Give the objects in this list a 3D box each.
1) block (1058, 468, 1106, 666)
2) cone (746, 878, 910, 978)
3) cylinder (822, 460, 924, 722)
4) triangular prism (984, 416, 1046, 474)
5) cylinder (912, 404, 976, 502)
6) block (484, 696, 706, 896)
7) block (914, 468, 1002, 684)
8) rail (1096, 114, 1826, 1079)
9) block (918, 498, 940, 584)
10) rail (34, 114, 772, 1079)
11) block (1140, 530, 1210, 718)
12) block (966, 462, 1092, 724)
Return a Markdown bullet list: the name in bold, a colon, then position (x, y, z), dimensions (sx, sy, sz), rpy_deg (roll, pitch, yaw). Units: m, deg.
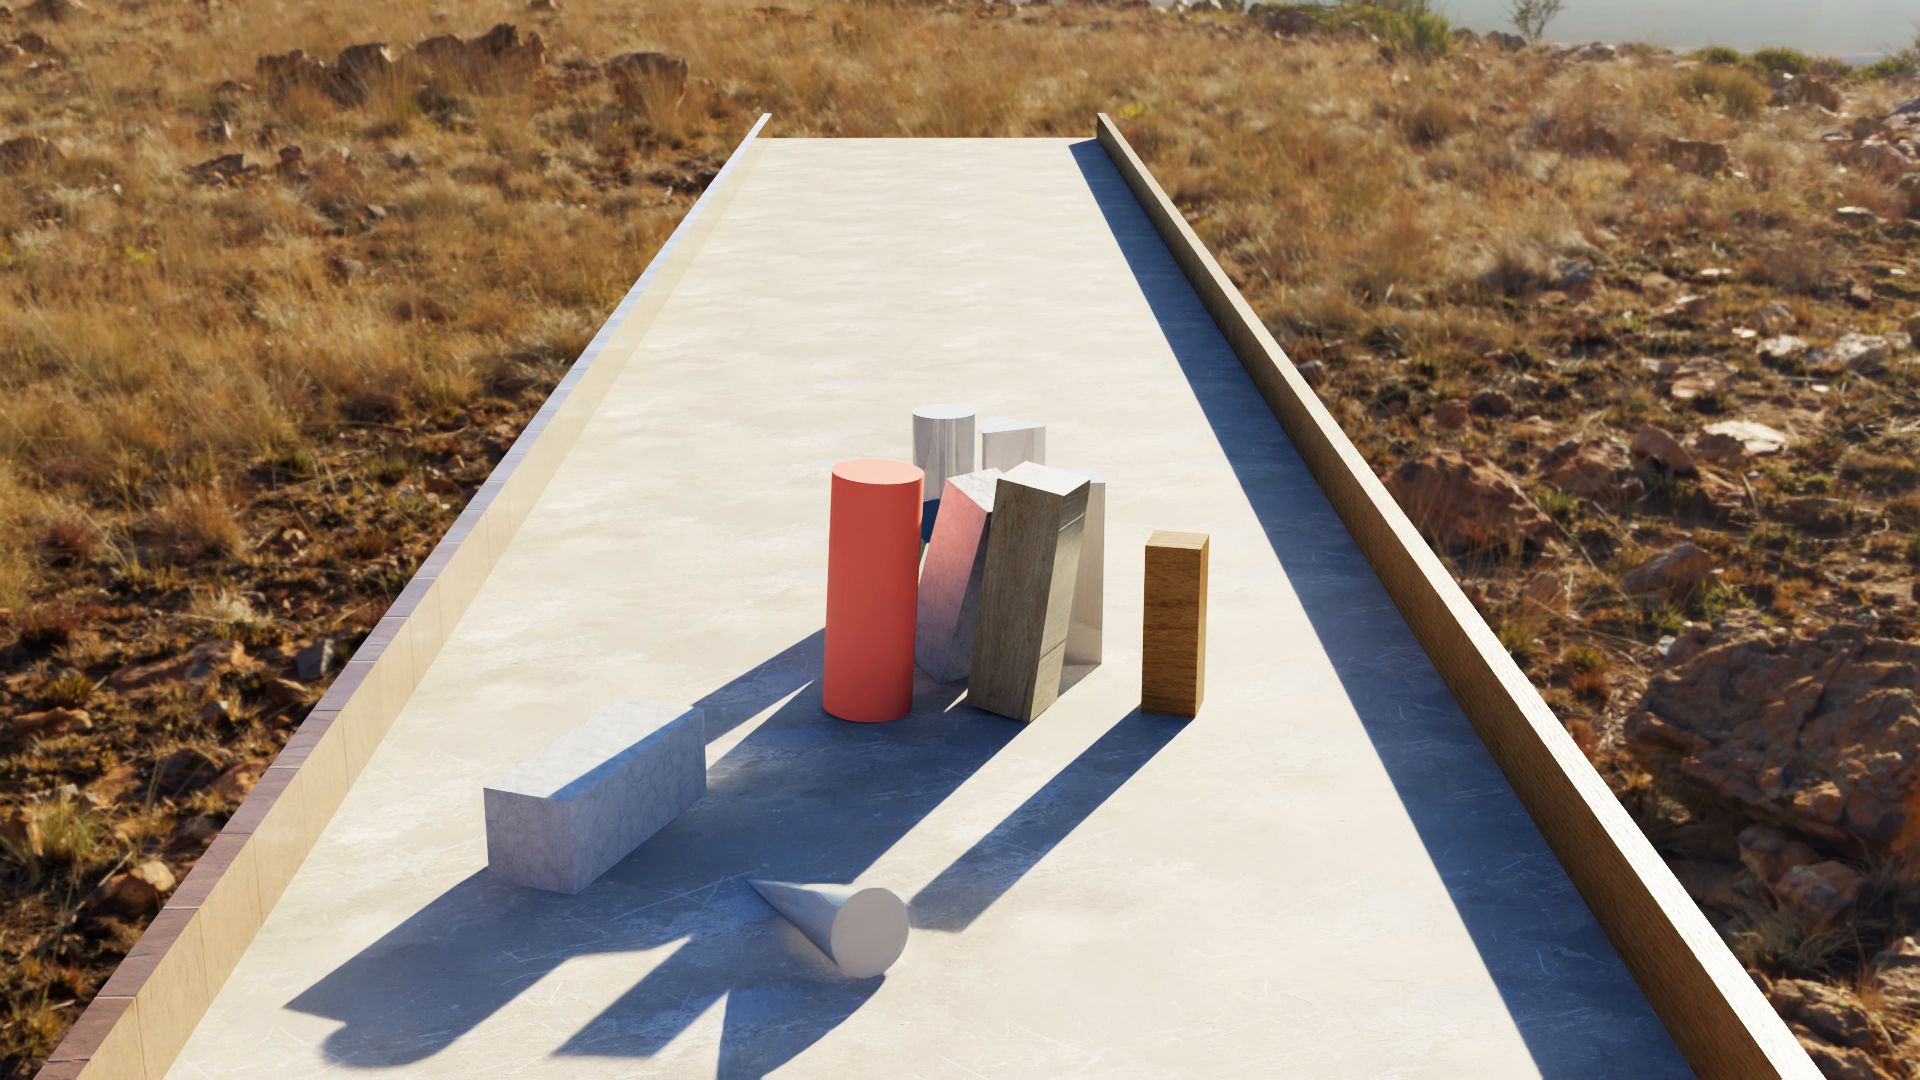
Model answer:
- **block**: position (0.217, 0.054, 4.385), dimensions (0.116, 0.376, 0.116), rpy_deg (-3, 17, -10)
- **cone**: position (-0.232, 0.544, 3.284), dimensions (0.131, 0.131, 0.383), rpy_deg (-11, 10, -32)
- **cylinder**: position (-0.163, 0.094, 4.091), dimensions (0.170, 0.459, 0.170), rpy_deg (3, 17, -1)
- **triangular prism**: position (0.087, -0.043, 4.635), dimensions (0.143, 0.419, 0.124), rpy_deg (-8, 18, -24)
- **cylinder**: position (-0.035, -0.099, 4.888), dimensions (0.142, 0.383, 0.142), rpy_deg (0, 17, 0)
- **block**: position (-0.585, 0.408, 3.583), dimensions (0.155, 0.155, 0.428), rpy_deg (7, 18, 21)
- **block**: position (0.014, 0.071, 4.250), dimensions (0.123, 0.402, 0.123), rpy_deg (-14, 42, -39)
- **rail**: position (0.932, -0.844, 7.801), dimensions (0.050, 0.150, 12.000), rpy_deg (0, 17, -1)
- **block**: position (-0.093, 0.084, 4.370), dimensions (0.115, 0.307, 0.115), rpy_deg (-14, 45, -38)
- **rail**: position (-1.118, -0.838, 7.780), dimensions (0.050, 0.150, 12.000), rpy_deg (0, 17, -1)
- **block**: position (0.403, 0.157, 4.121), dimensions (0.103, 0.329, 0.103), rpy_deg (4, 17, 14)
- **block**: position (0.126, 0.097, 4.087), dimensions (0.132, 0.450, 0.132), rpy_deg (16, 21, 21)
